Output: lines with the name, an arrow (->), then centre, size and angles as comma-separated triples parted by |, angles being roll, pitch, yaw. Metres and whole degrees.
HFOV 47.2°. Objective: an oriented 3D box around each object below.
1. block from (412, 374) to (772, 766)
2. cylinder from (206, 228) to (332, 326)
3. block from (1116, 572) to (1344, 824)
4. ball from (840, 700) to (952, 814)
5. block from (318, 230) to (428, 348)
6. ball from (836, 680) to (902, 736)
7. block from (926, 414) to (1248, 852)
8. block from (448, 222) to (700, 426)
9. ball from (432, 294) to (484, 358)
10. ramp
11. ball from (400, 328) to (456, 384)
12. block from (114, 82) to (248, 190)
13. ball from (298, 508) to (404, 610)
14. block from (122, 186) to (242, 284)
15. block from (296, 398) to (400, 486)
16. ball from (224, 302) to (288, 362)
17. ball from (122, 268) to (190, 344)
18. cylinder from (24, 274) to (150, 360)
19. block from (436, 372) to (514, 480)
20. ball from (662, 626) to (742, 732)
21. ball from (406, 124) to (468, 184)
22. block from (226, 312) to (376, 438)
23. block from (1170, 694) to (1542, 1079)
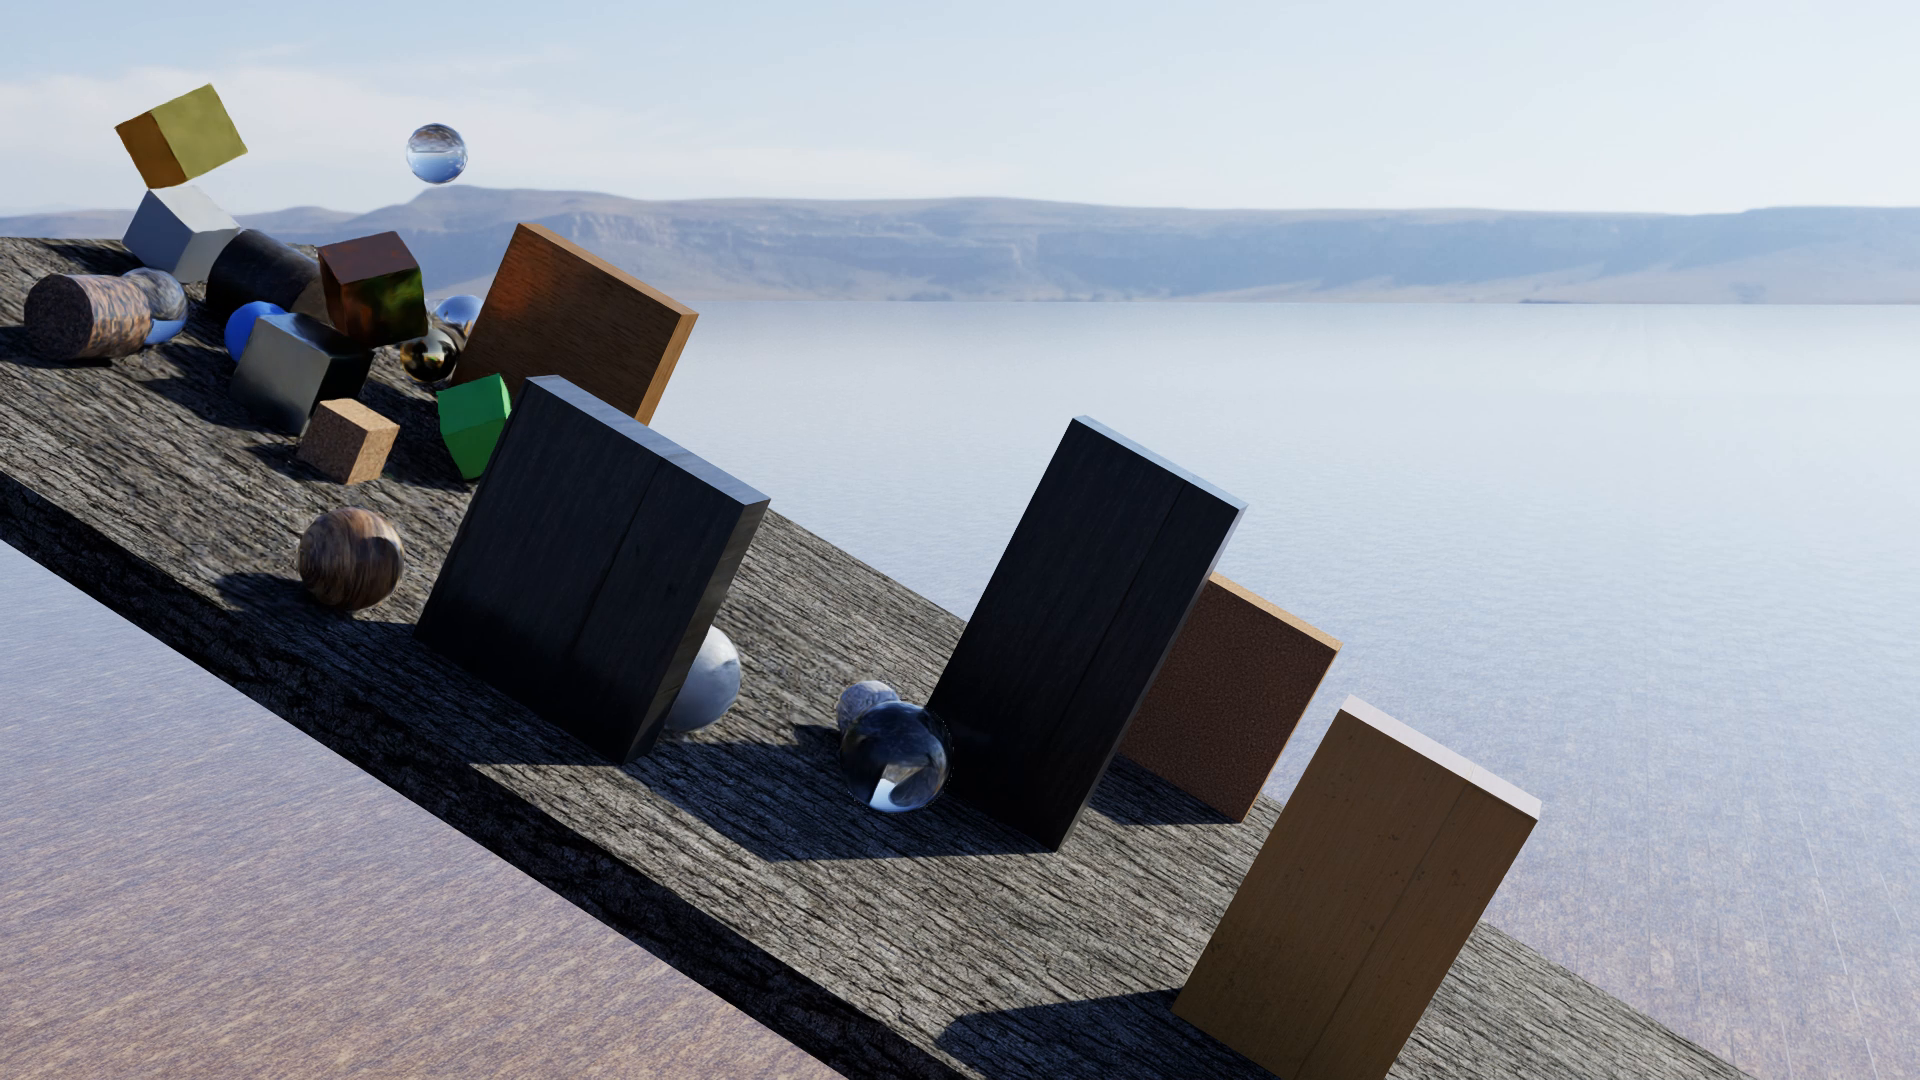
block -> -0.594, 0.046, 3.524 | 0.417, 0.475, 0.108 | 30, 14, 12
cylinder -> -1.440, -0.522, 4.622 | 0.196, 0.196, 0.196 | 29, 12, 9
block -> 0.537, 0.315, 4.711 | 0.397, 0.429, 0.105 | 30, 14, 12
ball -> -0.111, 0.375, 3.801 | 0.194, 0.194, 0.194 | 0, 7, 0
block -> -1.198, -0.508, 4.491 | 0.162, 0.162, 0.162 | -17, 42, -24
ball -> -0.166, 0.321, 4.042 | 0.125, 0.125, 0.125 | 0, 7, 0
block -> 0.202, 0.171, 4.010 | 0.339, 0.720, 0.096 | 30, 14, 12
block -> -0.837, -0.380, 4.691 | 0.418, 0.444, 0.091 | 30, 14, 12
ball -> -1.162, -0.501, 5.152 | 0.150, 0.150, 0.150 | 0, 7, 0
ramp -> -0.232, 0.387, 4.153 | 4.000, 0.100, 2.000 | 30, 14, 12
ball -> -1.141, -0.396, 4.717 | 0.120, 0.120, 0.120 | 0, 7, 0
block -> -1.721, -0.885, 4.862 | 0.167, 0.167, 0.167 | -7, 24, 43
ball -> -0.977, 0.030, 3.528 | 0.166, 0.166, 0.166 | 0, 7, 0
block -> -1.663, -0.652, 4.699 | 0.143, 0.143, 0.143 | 42, 25, 10
block -> -1.144, -0.185, 4.114 | 0.114, 0.114, 0.114 | 29, 14, 10
ball -> -1.387, -0.403, 4.363 | 0.140, 0.140, 0.140 | 0, 7, 0
ball -> -1.564, -0.450, 4.237 | 0.149, 0.149, 0.149 | 0, 7, 0
cylinder -> -1.593, -0.407, 4.016 | 0.153, 0.153, 0.153 | 2, 7, 18
block -> -0.953, -0.226, 4.388 | 0.131, 0.131, 0.131 | -17, 48, -1
ball -> -0.463, 0.227, 3.703 | 0.190, 0.190, 0.190 | 0, 7, 0
ball -> -1.061, -0.784, 4.463 | 0.122, 0.122, 0.122 | 0, 7, 0
block -> -1.272, -0.321, 4.251 | 0.171, 0.171, 0.171 | 28, 14, 8
block -> 0.636, 0.594, 3.555 | 0.345, 0.584, 0.127 | 30, 14, 12
